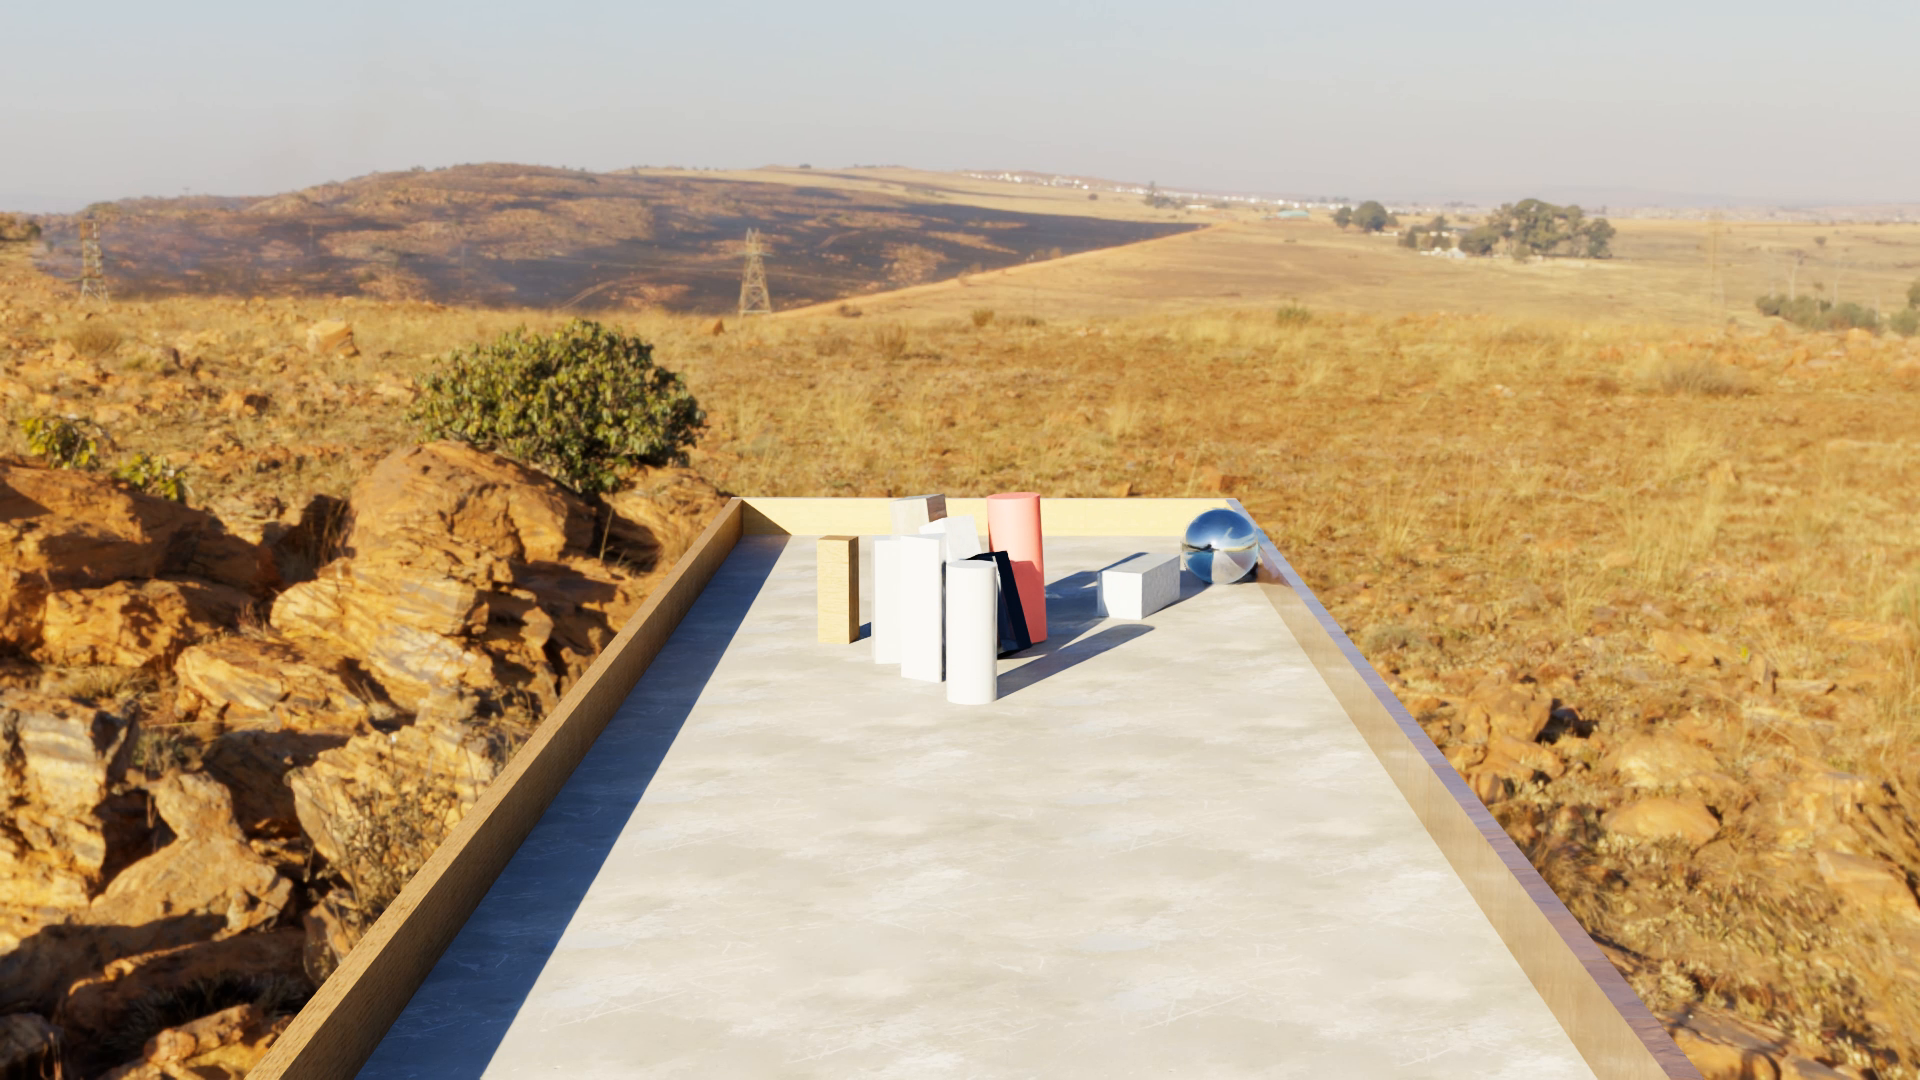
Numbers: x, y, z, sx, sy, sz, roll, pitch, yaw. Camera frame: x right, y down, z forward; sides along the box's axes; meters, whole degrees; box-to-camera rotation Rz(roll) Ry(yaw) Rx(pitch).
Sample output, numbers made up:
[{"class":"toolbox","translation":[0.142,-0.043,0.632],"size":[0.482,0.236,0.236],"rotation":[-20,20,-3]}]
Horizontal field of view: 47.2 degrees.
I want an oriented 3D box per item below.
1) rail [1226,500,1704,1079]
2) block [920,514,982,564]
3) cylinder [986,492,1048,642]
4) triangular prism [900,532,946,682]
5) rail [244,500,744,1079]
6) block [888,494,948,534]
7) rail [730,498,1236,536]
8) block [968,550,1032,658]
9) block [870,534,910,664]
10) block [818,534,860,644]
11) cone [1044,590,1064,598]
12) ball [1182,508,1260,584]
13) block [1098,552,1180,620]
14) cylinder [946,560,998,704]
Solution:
[{"class":"rail","translation":[1.046,0.843,3.208],"size":[0.050,0.150,12.000],"rotation":[0,9,1]},{"class":"block","translation":[0.000,0.136,6.810],"size":[0.123,0.402,0.123],"rotation":[-7,-8,-39]},{"class":"cylinder","translation":[0.180,0.088,6.959],"size":[0.170,0.459,0.170],"rotation":[-3,8,0]},{"class":"triangular prism","translation":[-0.079,0.193,6.451],"size":[0.143,0.419,0.124],"rotation":[7,11,36]},{"class":"rail","translation":[-1.004,0.839,3.234],"size":[0.050,0.150,12.000],"rotation":[0,9,1]},{"class":"block","translation":[-0.108,0.088,6.971],"size":[0.132,0.450,0.132],"rotation":[-4,6,27]},{"class":"rail","translation":[0.099,-0.098,9.147],"size":[2.100,0.150,0.050],"rotation":[0,9,1]},{"class":"block","translation":[0.104,0.199,6.704],"size":[0.115,0.307,0.115],"rotation":[-7,-12,-38]},{"class":"block","translation":[-0.206,0.178,6.686],"size":[0.116,0.376,0.116],"rotation":[-1,9,-8]},{"class":"block","translation":[-0.385,0.156,6.973],"size":[0.103,0.329,0.103],"rotation":[3,9,16]},{"class":"cone","translation":[0.185,0.175,7.699],"size":[0.383,0.131,0.131],"rotation":[9,8,-8]},{"class":"ball","translation":[0.945,0.024,7.976],"size":[0.277,0.277,0.277],"rotation":[0,9,0]},{"class":"block","translation":[0.616,0.154,7.543],"size":[0.155,0.155,0.428],"rotation":[4,10,23]},{"class":"cylinder","translation":[0.033,0.257,6.160],"size":[0.142,0.383,0.142],"rotation":[0,9,0]}]
